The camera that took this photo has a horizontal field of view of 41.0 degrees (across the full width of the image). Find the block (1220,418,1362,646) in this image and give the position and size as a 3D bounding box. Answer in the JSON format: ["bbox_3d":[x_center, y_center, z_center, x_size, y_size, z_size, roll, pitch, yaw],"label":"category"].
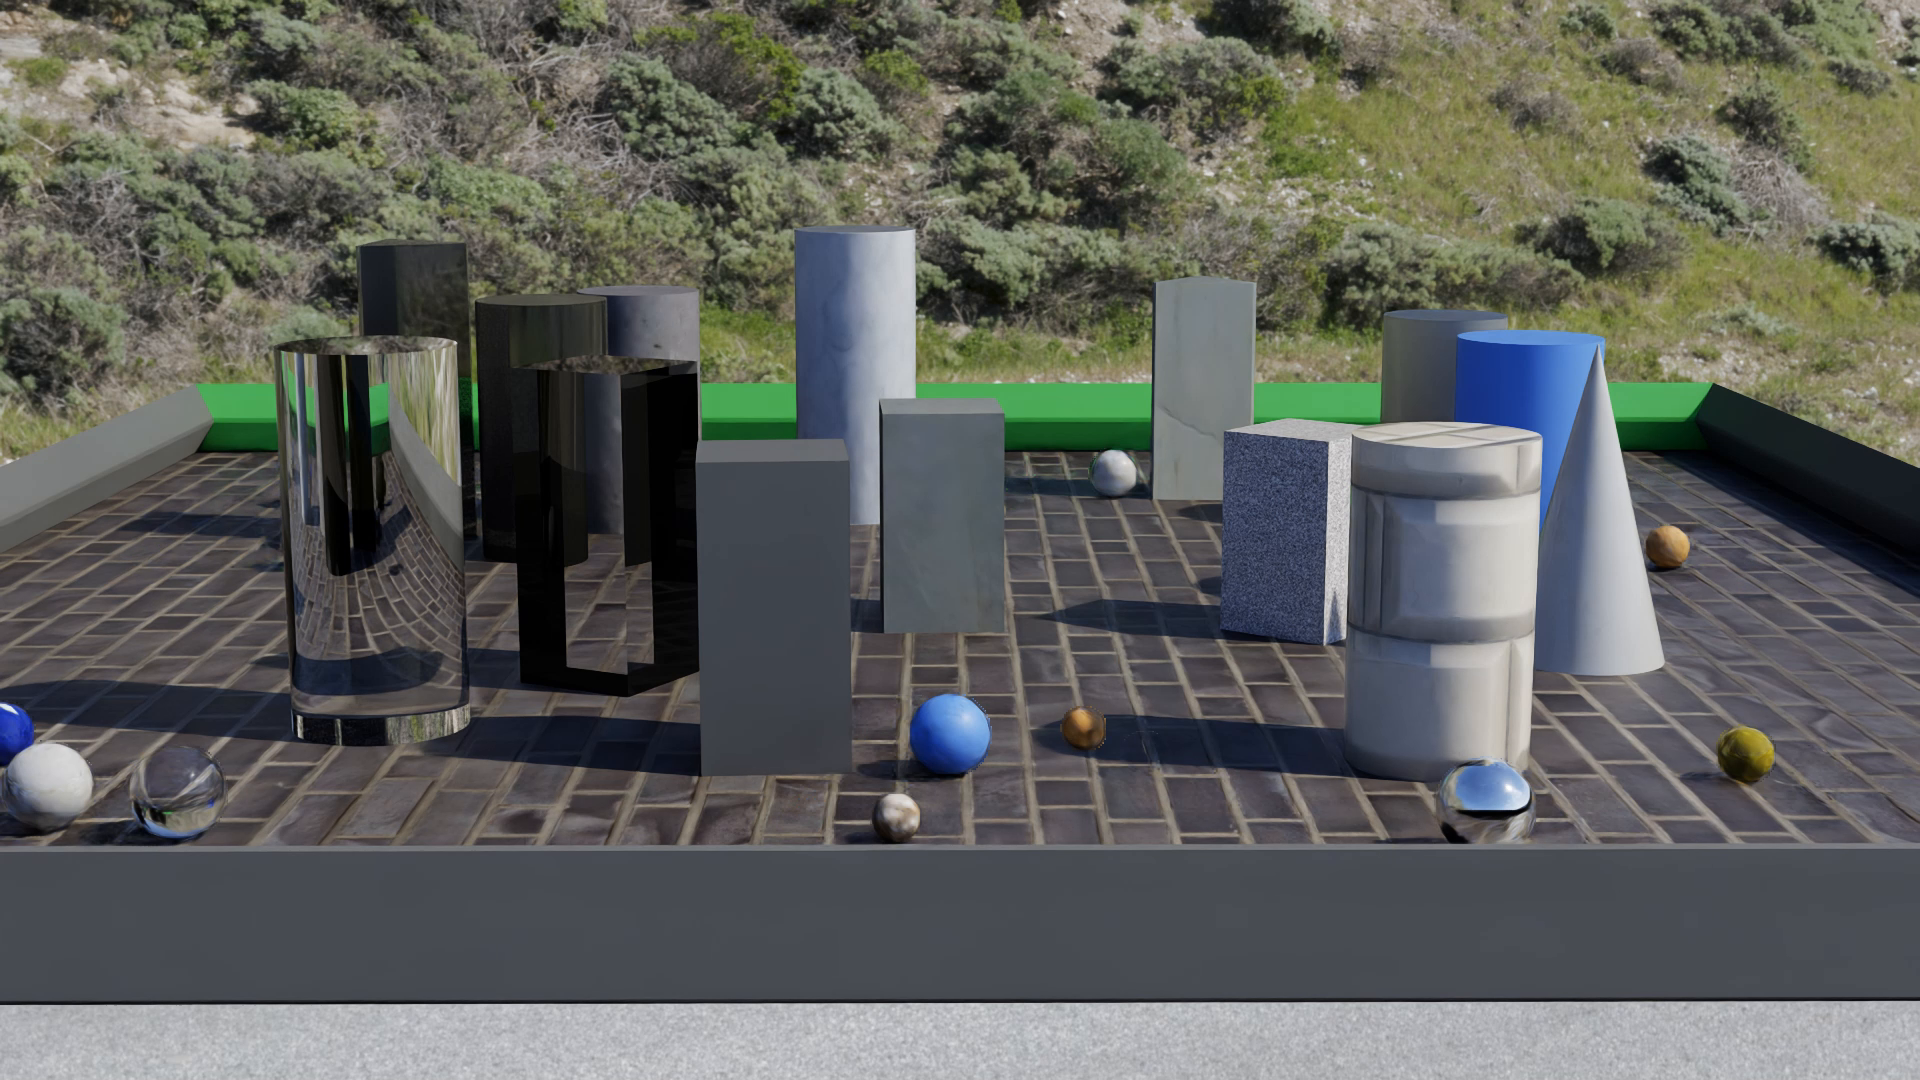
[{"bbox_3d":[0.450,-0.014,3.340,0.156,0.261,0.156,8,13,38],"label":"block"}]

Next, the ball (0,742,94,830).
[{"bbox_3d":[-0.879,0.237,2.471,0.084,0.084,0.084,0,11,0],"label":"ball"}]

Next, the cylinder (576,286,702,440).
[{"bbox_3d":[-0.515,-0.218,4.141,0.195,0.370,0.195,0,11,0],"label":"cylinder"}]

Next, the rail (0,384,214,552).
[{"bbox_3d":[-1.423,0.034,3.441,0.045,0.127,2.939,0,11,0],"label":"rail"}]

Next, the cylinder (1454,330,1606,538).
[{"bbox_3d":[0.770,-0.095,3.492,0.195,0.363,0.195,0,11,0],"label":"cylinder"}]

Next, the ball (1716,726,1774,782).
[{"bbox_3d":[0.807,0.220,2.636,0.057,0.057,0.057,0,11,0],"label":"ball"}]

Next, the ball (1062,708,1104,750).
[{"bbox_3d":[0.133,0.203,2.759,0.045,0.045,0.045,0,11,0],"label":"ball"}]

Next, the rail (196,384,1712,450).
[{"bbox_3d":[-0.008,-0.231,4.871,2.893,0.127,0.045,0,11,0],"label":"rail"}]

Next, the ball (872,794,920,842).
[{"bbox_3d":[-0.060,0.263,2.432,0.046,0.046,0.046,0,11,0],"label":"ball"}]

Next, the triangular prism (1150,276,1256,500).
[{"bbox_3d":[0.412,-0.262,4.386,0.169,0.367,0.146,1,11,3],"label":"triangular prism"}]

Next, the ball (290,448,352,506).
[{"bbox_3d":[-1.064,-0.104,4.273,0.098,0.098,0.098,0,11,0],"label":"ball"}]

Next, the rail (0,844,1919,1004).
[{"bbox_3d":[0.008,0.296,2.027,2.893,0.127,0.045,0,11,0],"label":"rail"}]

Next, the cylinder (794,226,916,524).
[{"bbox_3d":[-0.169,-0.271,4.165,0.195,0.465,0.195,0,11,0],"label":"cylinder"}]

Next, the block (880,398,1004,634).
[{"bbox_3d":[-0.025,-0.035,3.380,0.156,0.286,0.156,-1,11,-3],"label":"block"}]

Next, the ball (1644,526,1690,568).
[{"bbox_3d":[1.034,0.010,3.749,0.063,0.063,0.063,0,11,0],"label":"ball"}]

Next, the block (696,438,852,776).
[{"bbox_3d":[-0.197,0.068,2.710,0.156,0.329,0.156,-1,11,-5],"label":"block"}]

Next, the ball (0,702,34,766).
[{"bbox_3d":[-1.008,0.204,2.697,0.066,0.066,0.066,0,11,0],"label":"ball"}]

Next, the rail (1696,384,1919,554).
[{"bbox_3d":[1.423,0.031,3.457,0.045,0.127,2.939,0,11,0],"label":"rail"}]

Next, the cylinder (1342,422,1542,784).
[{"bbox_3d":[0.505,0.061,2.694,0.195,0.348,0.195,0,11,0],"label":"cylinder"}]

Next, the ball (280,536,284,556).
[{"bbox_3d":[-0.953,0.005,3.744,0.076,0.076,0.076,0,11,0],"label":"ball"}]

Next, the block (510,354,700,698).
[{"bbox_3d":[-0.419,-0.021,3.058,0.156,0.378,0.156,6,12,28],"label":"block"}]

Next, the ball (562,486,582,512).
[{"bbox_3d":[-0.630,-0.067,4.205,0.042,0.042,0.042,0,11,0],"label":"ball"}]

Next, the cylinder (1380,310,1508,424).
[{"bbox_3d":[0.770,-0.193,4.099,0.195,0.334,0.195,0,11,0],"label":"cylinder"}]

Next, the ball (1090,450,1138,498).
[{"bbox_3d":[0.262,-0.113,4.366,0.081,0.081,0.081,0,11,0],"label":"ball"}]

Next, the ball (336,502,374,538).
[{"bbox_3d":[-0.937,-0.031,3.976,0.057,0.057,0.057,0,11,0],"label":"ball"}]

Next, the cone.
[{"bbox_3d":[0.776,-0.048,3.155,0.195,0.394,0.195,0,11,0],"label":"cone"}]

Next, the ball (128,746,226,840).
[{"bbox_3d":[-0.744,0.240,2.439,0.090,0.090,0.090,0,11,0],"label":"ball"}]

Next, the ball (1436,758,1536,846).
[{"bbox_3d":[0.488,0.249,2.382,0.092,0.092,0.092,0,11,0],"label":"ball"}]

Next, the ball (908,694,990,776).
[{"bbox_3d":[-0.011,0.202,2.661,0.084,0.084,0.084,0,11,0],"label":"ball"}]

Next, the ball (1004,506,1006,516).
[{"bbox_3d":[0.052,-0.047,4.112,0.043,0.043,0.043,0,11,0],"label":"ball"}]

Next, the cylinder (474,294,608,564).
[{"bbox_3d":[-0.622,-0.170,3.846,0.195,0.382,0.195,0,11,0],"label":"cylinder"}]

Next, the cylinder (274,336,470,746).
[{"bbox_3d":[-0.646,-0.003,2.830,0.195,0.425,0.195,0,11,0],"label":"cylinder"}]

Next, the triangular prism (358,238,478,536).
[{"bbox_3d":[-0.863,-0.237,4.003,0.169,0.456,0.146,-5,12,-25],"label":"triangular prism"}]
